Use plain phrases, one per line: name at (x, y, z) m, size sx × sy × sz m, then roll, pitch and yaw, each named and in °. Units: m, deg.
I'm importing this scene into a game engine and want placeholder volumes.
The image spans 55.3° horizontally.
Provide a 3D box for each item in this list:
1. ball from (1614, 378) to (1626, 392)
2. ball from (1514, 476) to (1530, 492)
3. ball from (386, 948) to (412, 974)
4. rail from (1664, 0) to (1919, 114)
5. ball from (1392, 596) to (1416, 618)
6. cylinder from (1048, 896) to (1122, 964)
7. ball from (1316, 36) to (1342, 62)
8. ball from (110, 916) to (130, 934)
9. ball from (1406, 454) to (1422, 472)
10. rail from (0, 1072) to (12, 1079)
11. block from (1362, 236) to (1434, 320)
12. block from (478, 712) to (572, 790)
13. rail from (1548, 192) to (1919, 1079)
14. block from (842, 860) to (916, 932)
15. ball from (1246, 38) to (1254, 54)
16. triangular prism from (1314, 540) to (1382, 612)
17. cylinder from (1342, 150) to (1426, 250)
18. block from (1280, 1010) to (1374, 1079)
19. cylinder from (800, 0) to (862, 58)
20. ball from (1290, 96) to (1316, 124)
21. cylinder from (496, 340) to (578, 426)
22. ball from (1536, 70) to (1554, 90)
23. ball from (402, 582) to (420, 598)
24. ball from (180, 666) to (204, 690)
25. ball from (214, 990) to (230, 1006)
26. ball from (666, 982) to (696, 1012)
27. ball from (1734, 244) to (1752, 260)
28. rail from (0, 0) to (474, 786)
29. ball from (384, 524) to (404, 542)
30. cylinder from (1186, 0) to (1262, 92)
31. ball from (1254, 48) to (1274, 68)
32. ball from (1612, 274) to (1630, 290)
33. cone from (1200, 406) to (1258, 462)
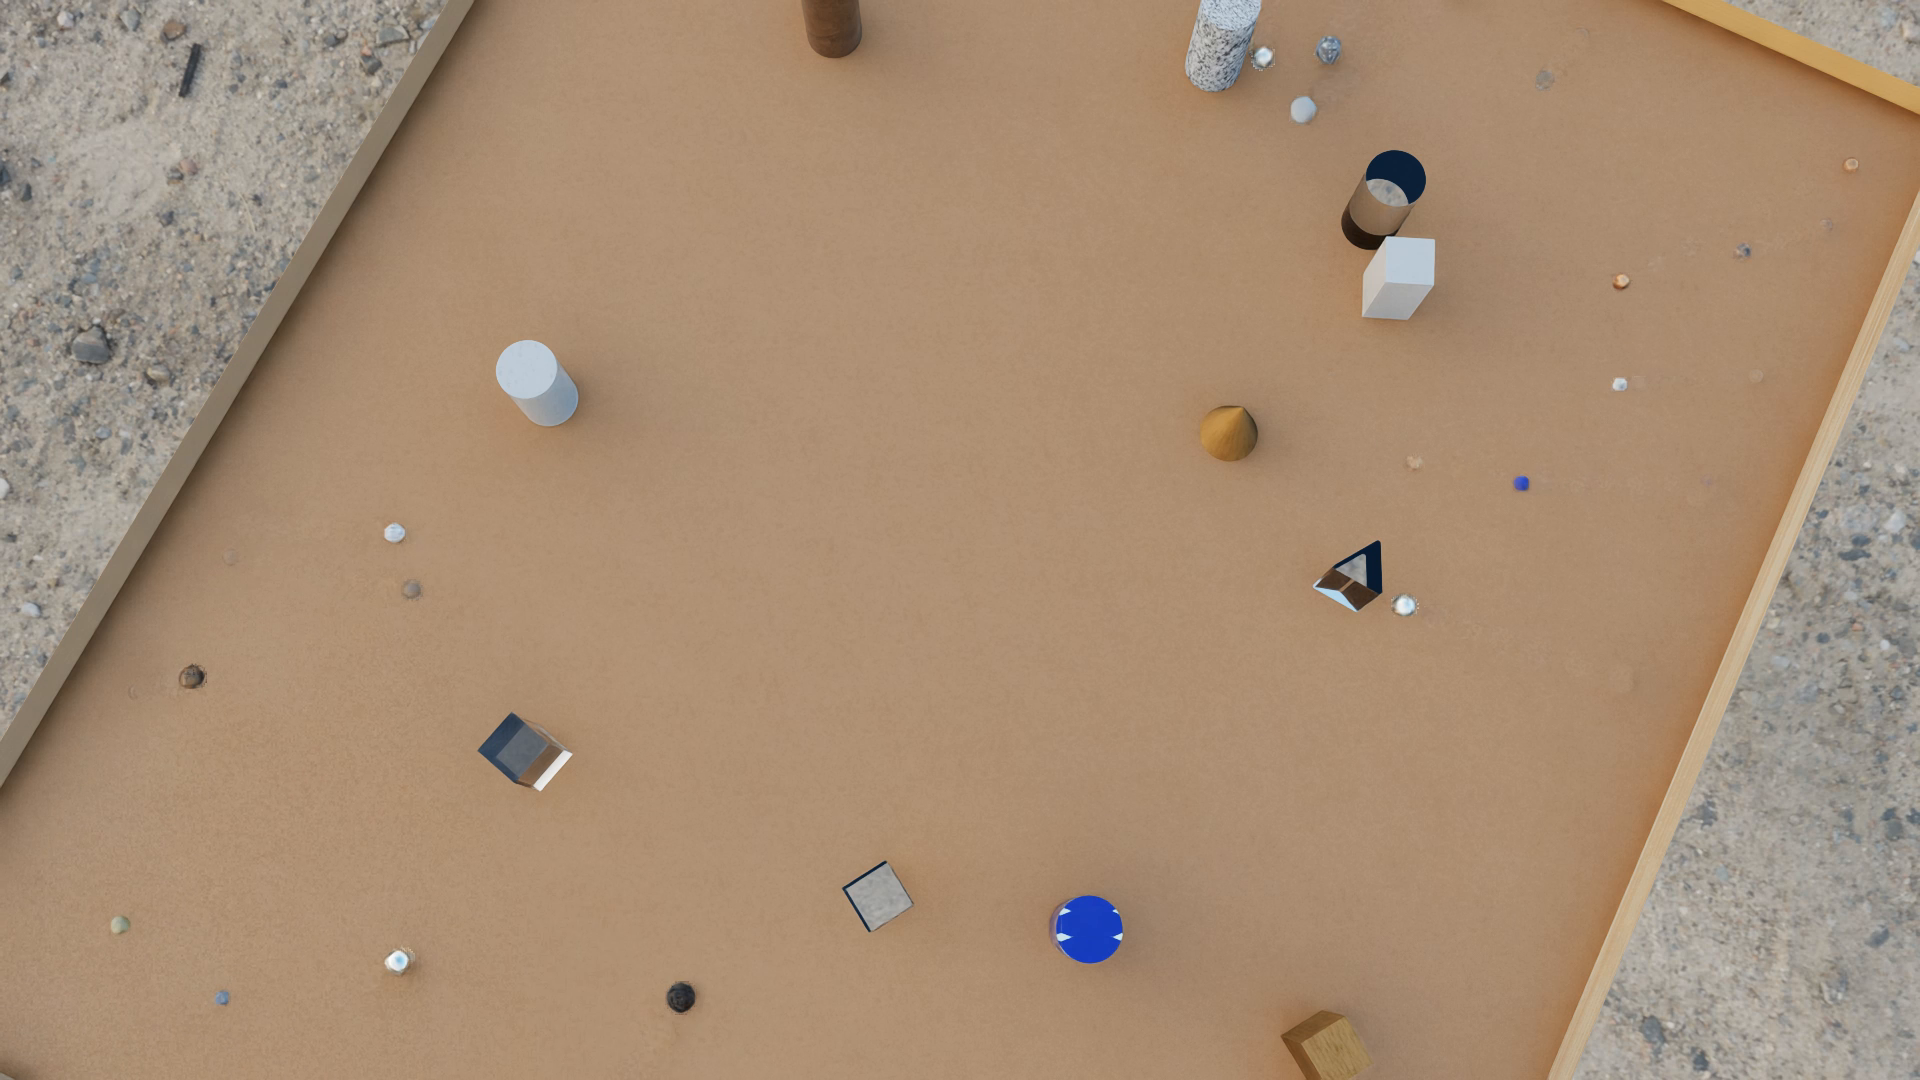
ball at (2.051, -0.482, 5.695) m, size 0.041 × 0.041 × 0.041 m, roll 0°, pitch 78°, yaw 0°
ball at (1.725, -0.174, 5.628) m, size 0.047 × 0.047 × 0.047 m, roll 0°, pitch 78°, yaw 0°
ball at (-1.629, 1.223, 5.325) m, size 0.076 × 0.076 × 0.076 m, roll 0°, pitch 78°, yaw 0°
rail at (1.178, -2.302, 6.031) m, size 4.495 × 0.117 × 0.045 m, roll 26°, pitch 80°, yaw 5°
ball at (1.343, 0.201, 5.540) m, size 0.068 × 0.068 × 0.068 m, roll 0°, pitch 78°, yaw 0°
cylinder at (0.350, 1.097, 5.169) m, size 0.180 × 0.432 × 0.180 m, roll 0°, pitch 78°, yaw 0°
ball at (1.187, -1.580, 5.900) m, size 0.084 × 0.084 × 0.084 m, roll 0°, pitch 78°, yaw 0°
ball at (-2.453, 1.125, 5.356) m, size 0.054 × 0.054 × 0.054 m, roll 0°, pitch 78°, yaw 0°
ball at (1.397, -0.237, 5.640) m, size 0.050 × 0.050 × 0.050 m, roll 0°, pitch 78°, yaw 0°
rail at (-1.178, 2.314, 5.077) m, size 4.495 × 0.117 × 0.045 m, roll 26°, pitch 80°, yaw 5°
block at (1.341, -0.799, 5.616) m, size 0.144 × 0.324 × 0.144 m, roll 4°, pitch 78°, yaw 1°
block at (-1.260, 0.617, 5.325) m, size 0.144 × 0.321 × 0.144 m, roll 39°, pitch 81°, yaw 7°
rail at (1.989, 0.980, 5.353) m, size 0.045 × 0.117 × 5.317 m, roll 26°, pitch 80°, yaw 5°
block at (-0.231, 1.023, 5.253) m, size 0.144 × 0.298 × 0.144 m, roll -32°, pitch 80°, yaw -6°
ball at (0.922, -1.599, 5.918) m, size 0.056 × 0.056 × 0.056 m, roll 0°, pitch 78°, yaw 0°
triangular prism at (1.177, 0.091, 5.437) m, size 0.156 × 0.314 × 0.135 m, roll 30°, pitch 80°, yaw 6°
cylinder at (1.301, -1.043, 5.646) m, size 0.180 × 0.363 × 0.180 m, roll 0°, pitch 78°, yaw 0°
block at (1.028, 1.431, 5.152) m, size 0.144 × 0.331 × 0.144 m, roll -30°, pitch 80°, yaw -6°
cylinder at (-0.408, -1.691, 5.752) m, size 0.180 × 0.418 × 0.180 m, roll 0°, pitch 78°, yaw 0°
ball at (1.096, -1.374, 5.858) m, size 0.083 × 0.083 × 0.083 m, roll 0°, pitch 78°, yaw 0°
cylinder at (-1.278, -0.472, 5.556) m, size 0.180 × 0.310 × 0.180 m, roll 0°, pitch 78°, yaw 0°
ball at (1.882, -1.479, 5.893) m, size 0.057 × 0.057 × 0.057 m, roll 0°, pitch 78°, yaw 0°
ball at (-1.663, 0.152, 5.558) m, size 0.053 × 0.053 × 0.053 m, roll 0°, pitch 78°, yaw 0°
ball at (-2.303, 0.412, 5.495) m, size 0.072 × 0.072 × 0.072 m, roll 0°, pitch 78°, yaw 0°
ball at (-2.143, 1.329, 5.320) m, size 0.041 × 0.041 × 0.041 m, roll 0°, pitch 78°, yaw 0°
ball at (-0.806, 1.324, 5.300) m, size 0.083 × 0.083 × 0.083 m, roll 0°, pitch 78°, yaw 0°
ball at (2.468, -0.909, 5.777) m, size 0.052 × 0.052 × 0.052 m, roll 0°, pitch 78°, yaw 0°
rail at (-1.989, -0.968, 5.756) m, size 0.045 × 0.117 × 5.317 m, roll 26°, pitch 80°, yaw 5°
ball at (-1.725, -0.021, 5.591) m, size 0.059 × 0.059 × 0.059 m, roll 0°, pitch 78°, yaw 0°
cylinder at (0.818, -1.577, 5.728) m, size 0.180 × 0.420 × 0.180 m, roll 0°, pitch 78°, yaw 0°
ball at (0.977, -1.554, 5.901) m, size 0.065 × 0.065 × 0.065 m, roll 0°, pitch 78°, yaw 0°
ball at (2.078, -0.812, 5.758) m, size 0.051 × 0.051 × 0.051 m, roll 0°, pitch 78°, yaw 0°
cone at (0.834, -0.361, 5.537) m, size 0.180 × 0.302 × 0.180 m, roll 0°, pitch 78°, yaw 0°
